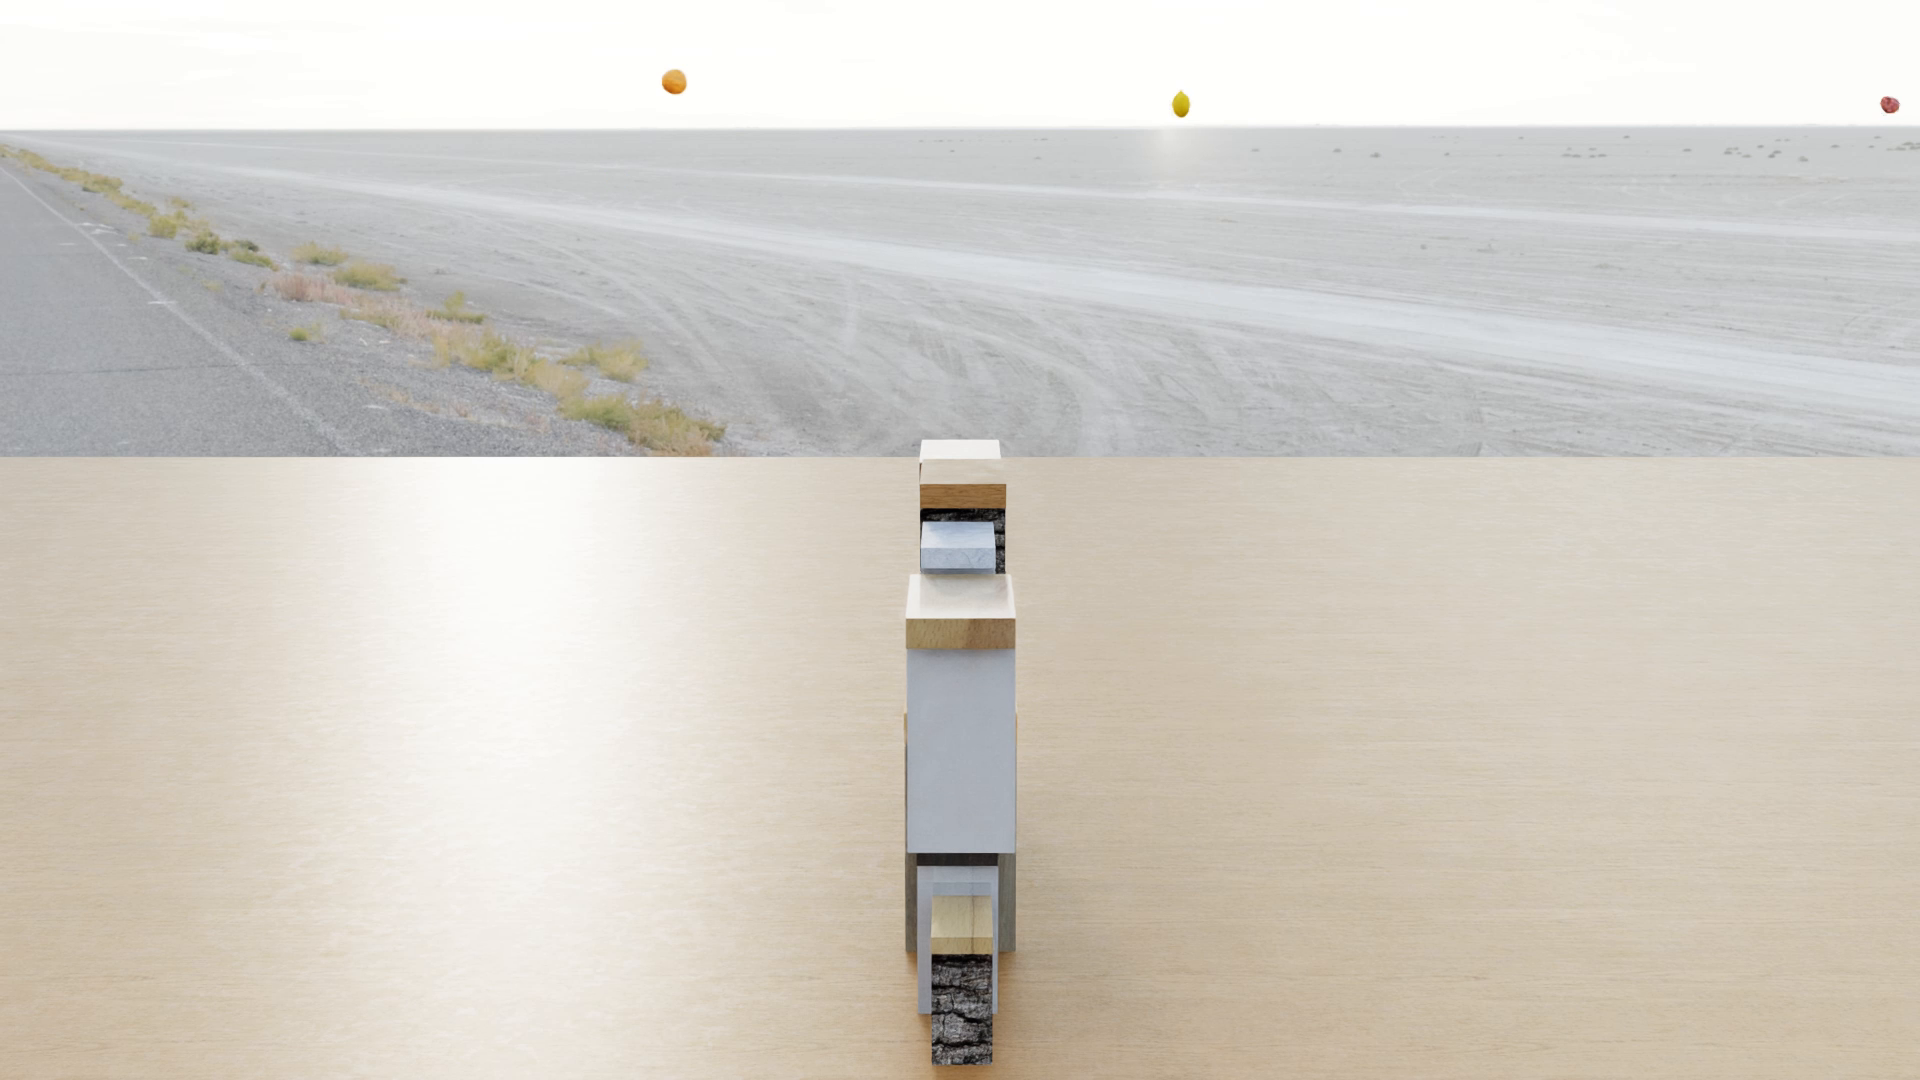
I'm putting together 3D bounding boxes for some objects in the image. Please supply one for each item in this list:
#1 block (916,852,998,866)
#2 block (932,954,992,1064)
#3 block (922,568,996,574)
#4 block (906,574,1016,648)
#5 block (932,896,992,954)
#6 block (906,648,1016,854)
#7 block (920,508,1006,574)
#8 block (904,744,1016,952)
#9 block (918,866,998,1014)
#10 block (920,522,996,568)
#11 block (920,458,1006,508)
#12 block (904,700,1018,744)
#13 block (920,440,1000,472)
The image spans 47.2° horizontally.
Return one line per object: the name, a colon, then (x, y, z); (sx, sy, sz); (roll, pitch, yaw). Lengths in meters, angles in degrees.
block: (-0.004, 0.423, 3.216); (0.115, 0.033, 0.230); (0, 11, 0)
block: (0.003, 0.632, 2.992); (0.083, 0.166, 0.023); (0, 11, 0)
block: (-0.003, 0.144, 3.324); (0.111, 0.221, 0.031); (0, 11, 0)
block: (0.001, 0.099, 3.119); (0.149, 0.042, 0.299); (0, 11, 0)
block: (0.003, 0.529, 3.029); (0.083, 0.023, 0.166); (0, 11, 0)
block: (0.002, 0.285, 3.053); (0.149, 0.299, 0.042); (0, 11, 0)
block: (0.004, 0.076, 3.550); (0.137, 0.274, 0.039); (0, 11, 0)
block: (0.001, 0.465, 3.404); (0.171, 0.342, 0.048); (0, 11, 0)
block: (-0.003, 0.567, 3.164); (0.115, 0.230, 0.033); (0, 11, 0)
block: (-0.003, 0.007, 3.373); (0.111, 0.031, 0.221); (0, 11, 0)
block: (0.005, -0.094, 3.611); (0.137, 0.039, 0.274); (0, 11, 0)
block: (0.001, 0.253, 3.480); (0.171, 0.048, 0.342); (0, 11, 0)
block: (0.000, -0.142, 3.997); (0.144, 0.041, 0.287); (0, 11, 0)
